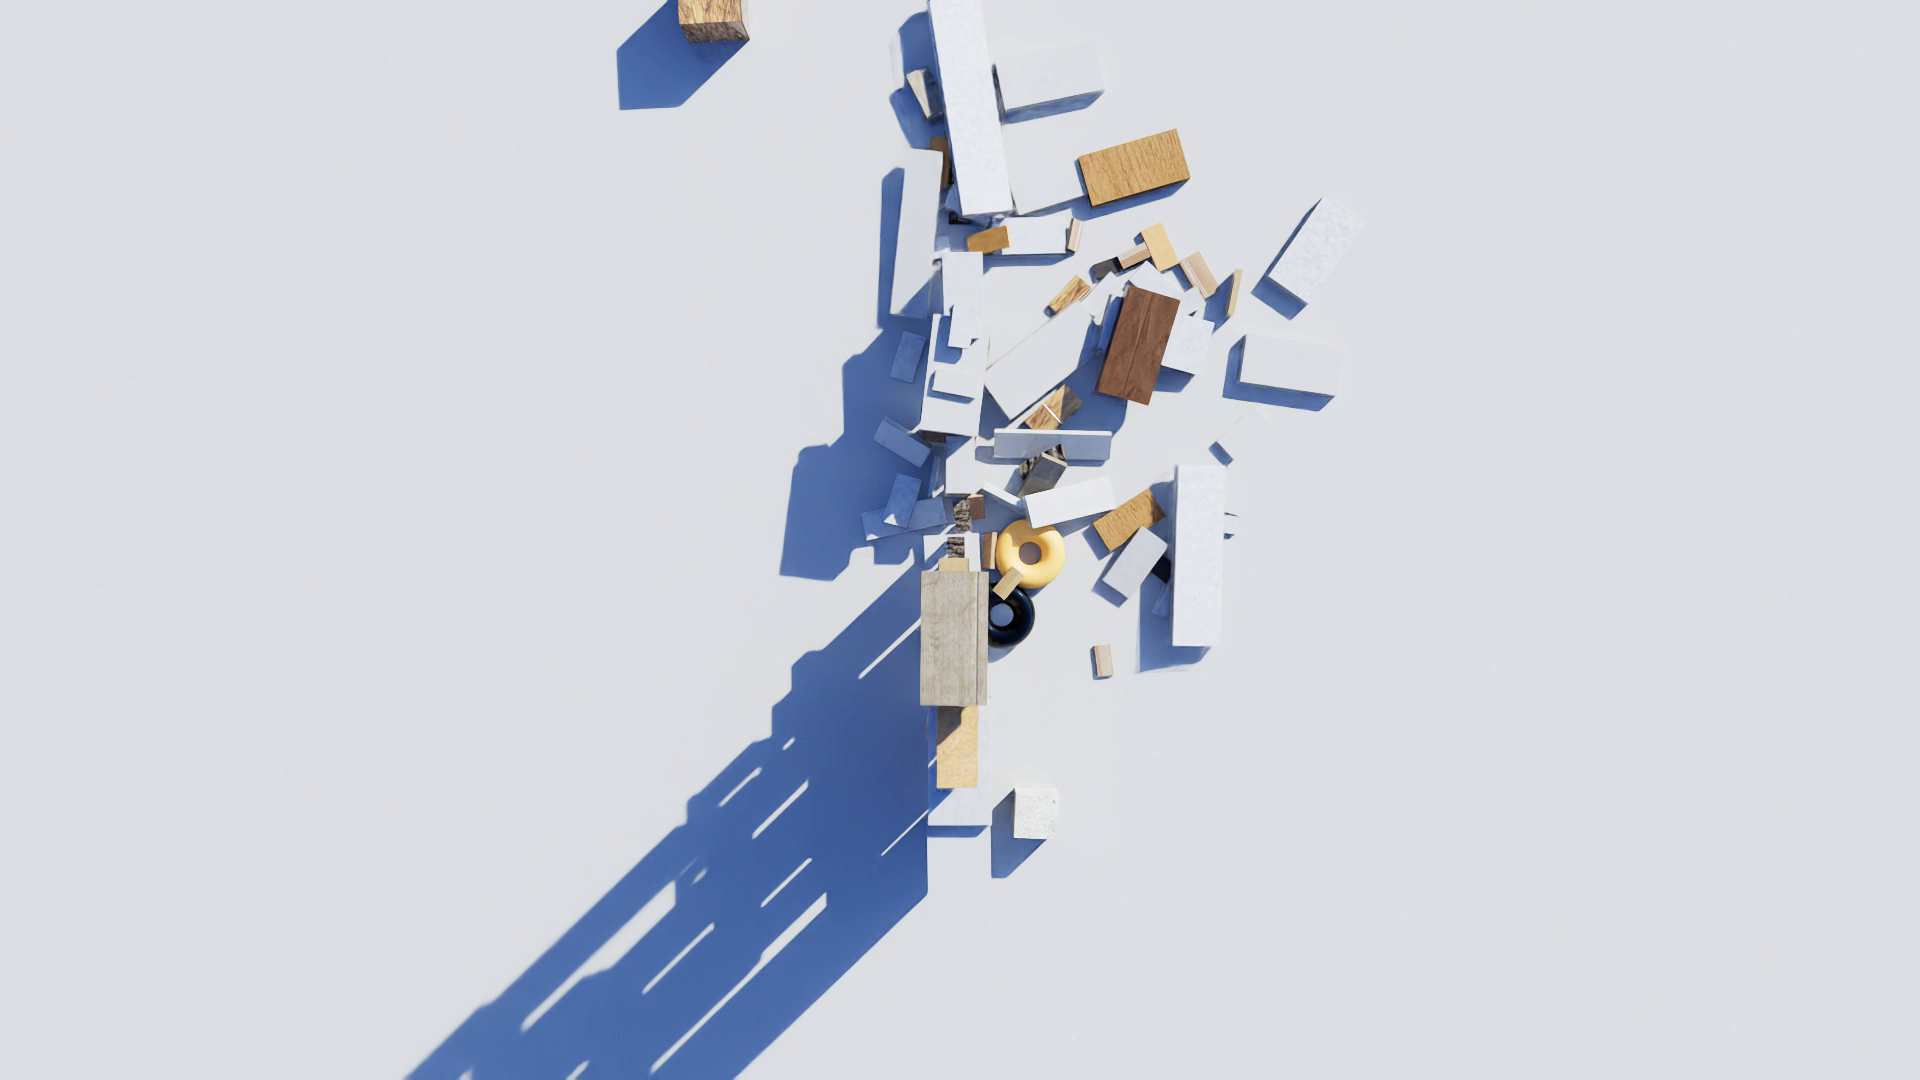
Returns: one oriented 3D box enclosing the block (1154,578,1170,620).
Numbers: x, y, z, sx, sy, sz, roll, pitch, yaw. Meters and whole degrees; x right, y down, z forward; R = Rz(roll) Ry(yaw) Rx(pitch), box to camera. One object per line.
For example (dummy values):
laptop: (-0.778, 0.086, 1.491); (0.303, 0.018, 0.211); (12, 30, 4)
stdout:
block: (0.700, 0.195, 5.474); (0.067, 0.019, 0.133); (24, 93, -12)

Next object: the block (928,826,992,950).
block: (-0.001, 0.875, 4.185); (0.159, 0.045, 0.319); (-1, 90, 0)

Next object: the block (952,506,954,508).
block: (0.002, -0.114, 5.448); (0.052, 0.104, 0.015); (-9, 90, 0)

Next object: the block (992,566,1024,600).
block: (0.159, 0.141, 5.419); (0.052, 0.015, 0.104); (40, 91, -1)

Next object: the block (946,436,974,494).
block: (0.001, -0.242, 5.303); (0.091, 0.026, 0.183); (0, 90, 0)

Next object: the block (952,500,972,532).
block: (0.008, -0.079, 5.388); (0.052, 0.015, 0.104); (-8, 90, 0)

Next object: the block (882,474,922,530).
block: (-0.191, -0.127, 5.464); (0.086, 0.024, 0.172); (16, 77, 7)

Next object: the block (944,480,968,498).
block: (-0.007, -0.166, 5.408); (0.091, 0.183, 0.026); (1, 84, 0)

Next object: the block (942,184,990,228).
block: (0.030, -1.106, 5.461); (0.158, 0.022, 0.079); (22, 83, -17)

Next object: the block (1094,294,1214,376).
block: (0.641, -0.676, 5.436); (0.356, 0.050, 0.178); (14, 98, -9)

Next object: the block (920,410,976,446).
block: (-0.035, -0.370, 5.319); (0.180, 0.359, 0.051); (6, 83, 0)

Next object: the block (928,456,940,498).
block: (-0.086, -0.210, 5.467); (0.019, 0.067, 0.133); (10, 90, 0)

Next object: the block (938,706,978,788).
block: (-0.006, 0.491, 3.921); (0.096, 0.027, 0.192); (0, 90, 0)

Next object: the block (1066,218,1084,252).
block: (0.380, -1.012, 5.477); (0.014, 0.050, 0.101); (11, 90, 44)

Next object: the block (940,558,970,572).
block: (-0.016, 0.139, 4.777); (0.087, 0.025, 0.175); (0, 89, 0)

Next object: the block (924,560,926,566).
block: (-0.028, 0.057, 5.329); (0.171, 0.341, 0.048); (-3, 89, 0)

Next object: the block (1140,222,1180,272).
block: (0.665, -0.974, 5.489); (0.075, 0.021, 0.149); (-24, 90, 0)

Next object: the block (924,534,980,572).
block: (-0.019, 0.154, 5.133); (0.171, 0.048, 0.341); (-3, 89, 0)

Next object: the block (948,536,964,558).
block: (-0.012, 0.042, 4.998); (0.052, 0.015, 0.104); (-1, 89, 0)

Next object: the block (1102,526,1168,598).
block: (0.582, 0.073, 5.465); (0.110, 0.031, 0.220); (35, 100, -1)

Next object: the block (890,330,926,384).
block: (-0.173, -0.608, 5.489); (0.079, 0.022, 0.158); (17, 90, 0)

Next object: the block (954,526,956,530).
block: (0.005, -0.041, 5.448); (0.052, 0.104, 0.015); (-3, 90, 0)

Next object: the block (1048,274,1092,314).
block: (0.366, -0.809, 5.490); (0.069, 0.020, 0.138); (43, 90, 0)

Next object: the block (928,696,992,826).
block: (0.000, 0.554, 4.150); (0.160, 0.045, 0.320); (0, 90, 0)

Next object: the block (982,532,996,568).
block: (0.097, 0.034, 5.470); (0.017, 0.060, 0.120); (3, 90, -28)

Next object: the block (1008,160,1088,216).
block: (0.293, -1.170, 5.483); (0.240, 0.034, 0.120); (-17, 90, 0)

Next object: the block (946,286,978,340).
block: (0.008, -0.695, 5.079); (0.079, 0.022, 0.158); (-8, 89, 0)

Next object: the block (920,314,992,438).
block: (-0.014, -0.509, 5.114); (0.180, 0.051, 0.359); (7, 89, 0)

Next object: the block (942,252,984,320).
block: (0.011, -0.782, 5.226); (0.127, 0.036, 0.254); (-2, 90, 0)

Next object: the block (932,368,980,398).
block: (-0.013, -0.482, 5.078); (0.133, 0.019, 0.067); (11, 89, 0)

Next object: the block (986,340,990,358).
block: (0.003, -0.626, 5.320); (0.180, 0.359, 0.051); (-4, 90, 0)

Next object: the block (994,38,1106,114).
block: (0.298, -1.540, 5.476); (0.338, 0.048, 0.169); (-12, 90, 0)

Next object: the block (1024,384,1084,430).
block: (0.313, -0.424, 5.487); (0.185, 0.026, 0.092); (-42, 90, 0)

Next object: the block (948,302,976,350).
block: (0.006, -0.656, 5.058); (0.067, 0.019, 0.133); (8, 89, 0)

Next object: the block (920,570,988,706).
block: (-0.013, 0.227, 3.833); (0.155, 0.044, 0.310); (1, 90, 0)

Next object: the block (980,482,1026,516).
block: (0.157, -0.132, 5.452); (0.184, 0.092, 0.026); (28, 81, 0)

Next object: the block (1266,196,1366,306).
block: (1.180, -0.961, 5.477); (0.163, 0.046, 0.327); (35, 90, 0)

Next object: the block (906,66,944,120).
block: (-0.108, -1.480, 5.459); (0.080, 0.023, 0.159); (-26, 87, -9)

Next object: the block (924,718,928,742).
block: (-0.029, 0.613, 5.338); (0.162, 0.324, 0.046); (3, 90, 0)
